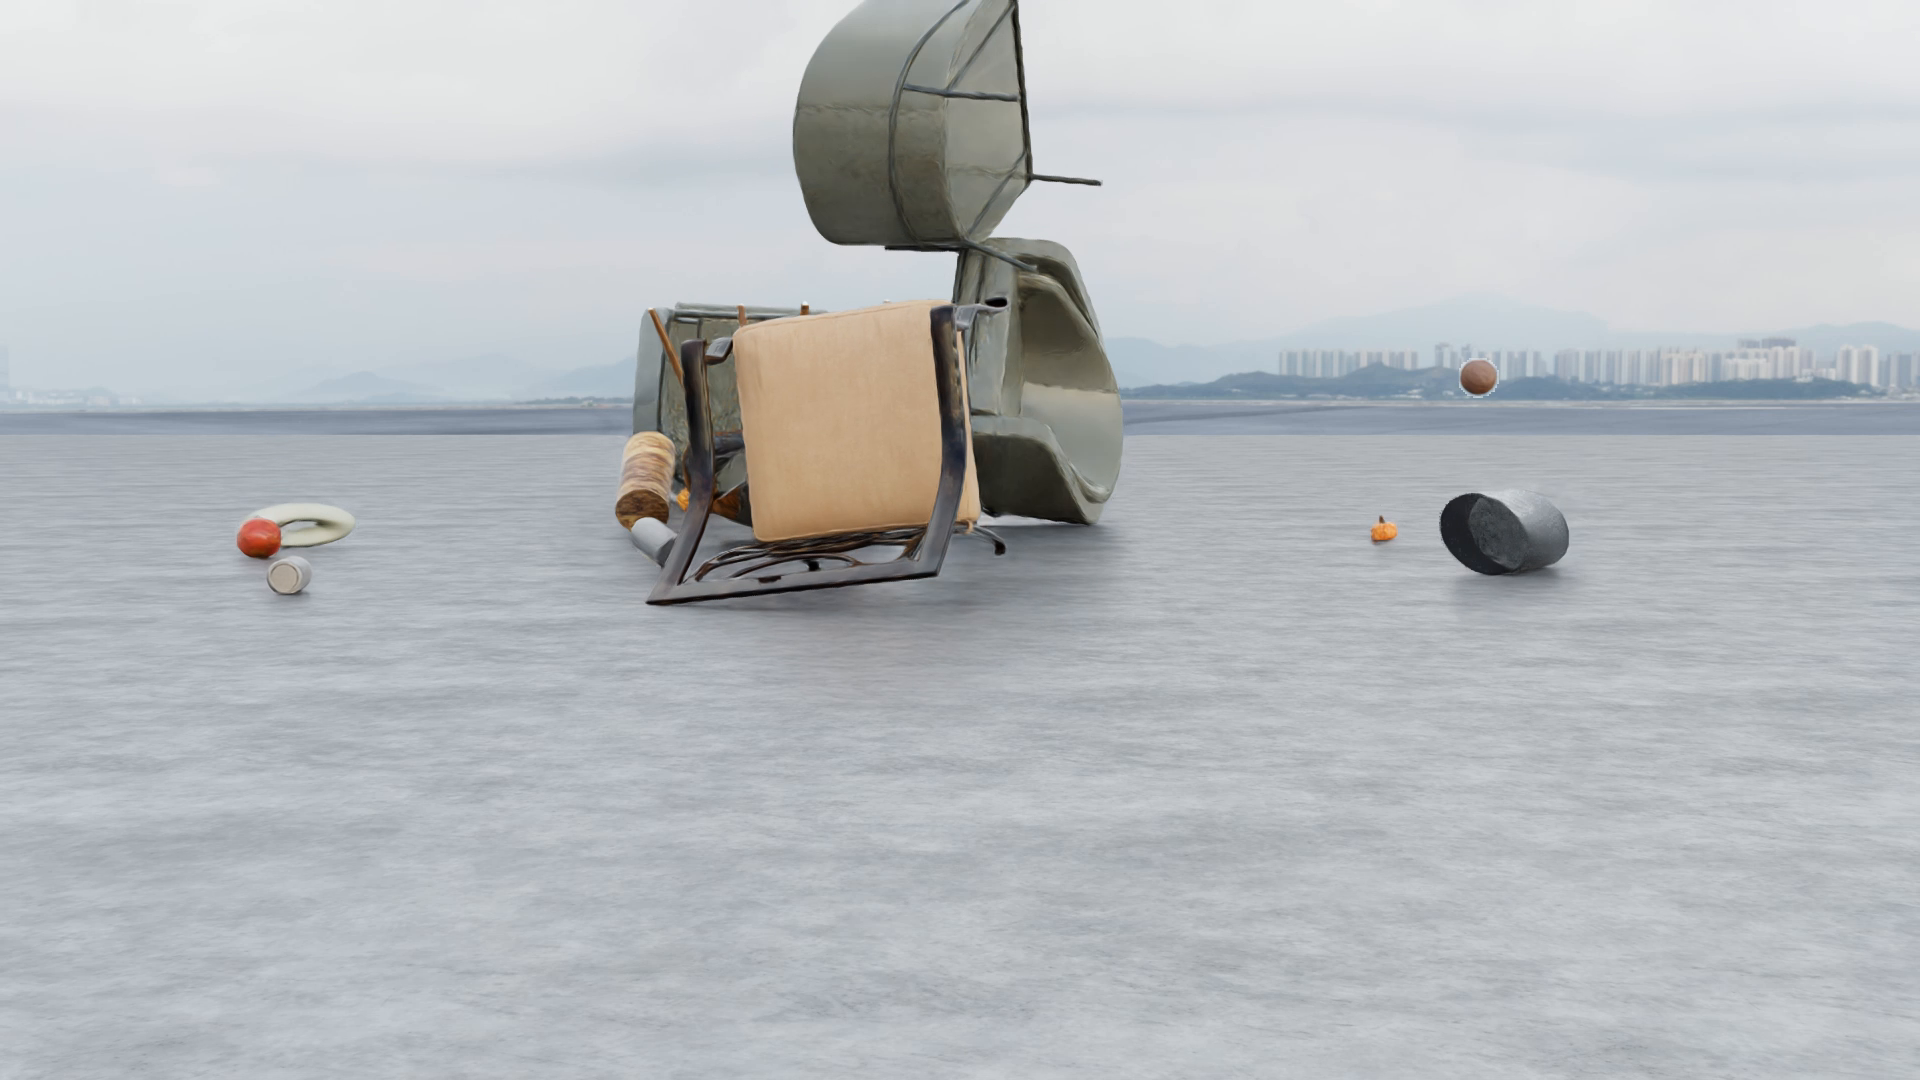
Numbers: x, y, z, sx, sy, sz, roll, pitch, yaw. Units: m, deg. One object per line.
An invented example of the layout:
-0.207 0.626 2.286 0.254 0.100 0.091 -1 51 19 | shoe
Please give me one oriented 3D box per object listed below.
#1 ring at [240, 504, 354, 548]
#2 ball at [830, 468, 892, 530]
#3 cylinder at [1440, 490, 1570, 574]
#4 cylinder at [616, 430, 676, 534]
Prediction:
-1.885 -0.042 6.266 0.330 0.118 0.104 -4 22 -35 | ring
-0.314 -0.128 6.973 0.196 0.196 0.196 0 4 0 | ball
1.347 -0.022 5.429 0.235 0.182 0.274 37 24 29 | cylinder
-0.974 -0.179 6.829 0.164 0.245 0.207 8 -41 -9 | cylinder
